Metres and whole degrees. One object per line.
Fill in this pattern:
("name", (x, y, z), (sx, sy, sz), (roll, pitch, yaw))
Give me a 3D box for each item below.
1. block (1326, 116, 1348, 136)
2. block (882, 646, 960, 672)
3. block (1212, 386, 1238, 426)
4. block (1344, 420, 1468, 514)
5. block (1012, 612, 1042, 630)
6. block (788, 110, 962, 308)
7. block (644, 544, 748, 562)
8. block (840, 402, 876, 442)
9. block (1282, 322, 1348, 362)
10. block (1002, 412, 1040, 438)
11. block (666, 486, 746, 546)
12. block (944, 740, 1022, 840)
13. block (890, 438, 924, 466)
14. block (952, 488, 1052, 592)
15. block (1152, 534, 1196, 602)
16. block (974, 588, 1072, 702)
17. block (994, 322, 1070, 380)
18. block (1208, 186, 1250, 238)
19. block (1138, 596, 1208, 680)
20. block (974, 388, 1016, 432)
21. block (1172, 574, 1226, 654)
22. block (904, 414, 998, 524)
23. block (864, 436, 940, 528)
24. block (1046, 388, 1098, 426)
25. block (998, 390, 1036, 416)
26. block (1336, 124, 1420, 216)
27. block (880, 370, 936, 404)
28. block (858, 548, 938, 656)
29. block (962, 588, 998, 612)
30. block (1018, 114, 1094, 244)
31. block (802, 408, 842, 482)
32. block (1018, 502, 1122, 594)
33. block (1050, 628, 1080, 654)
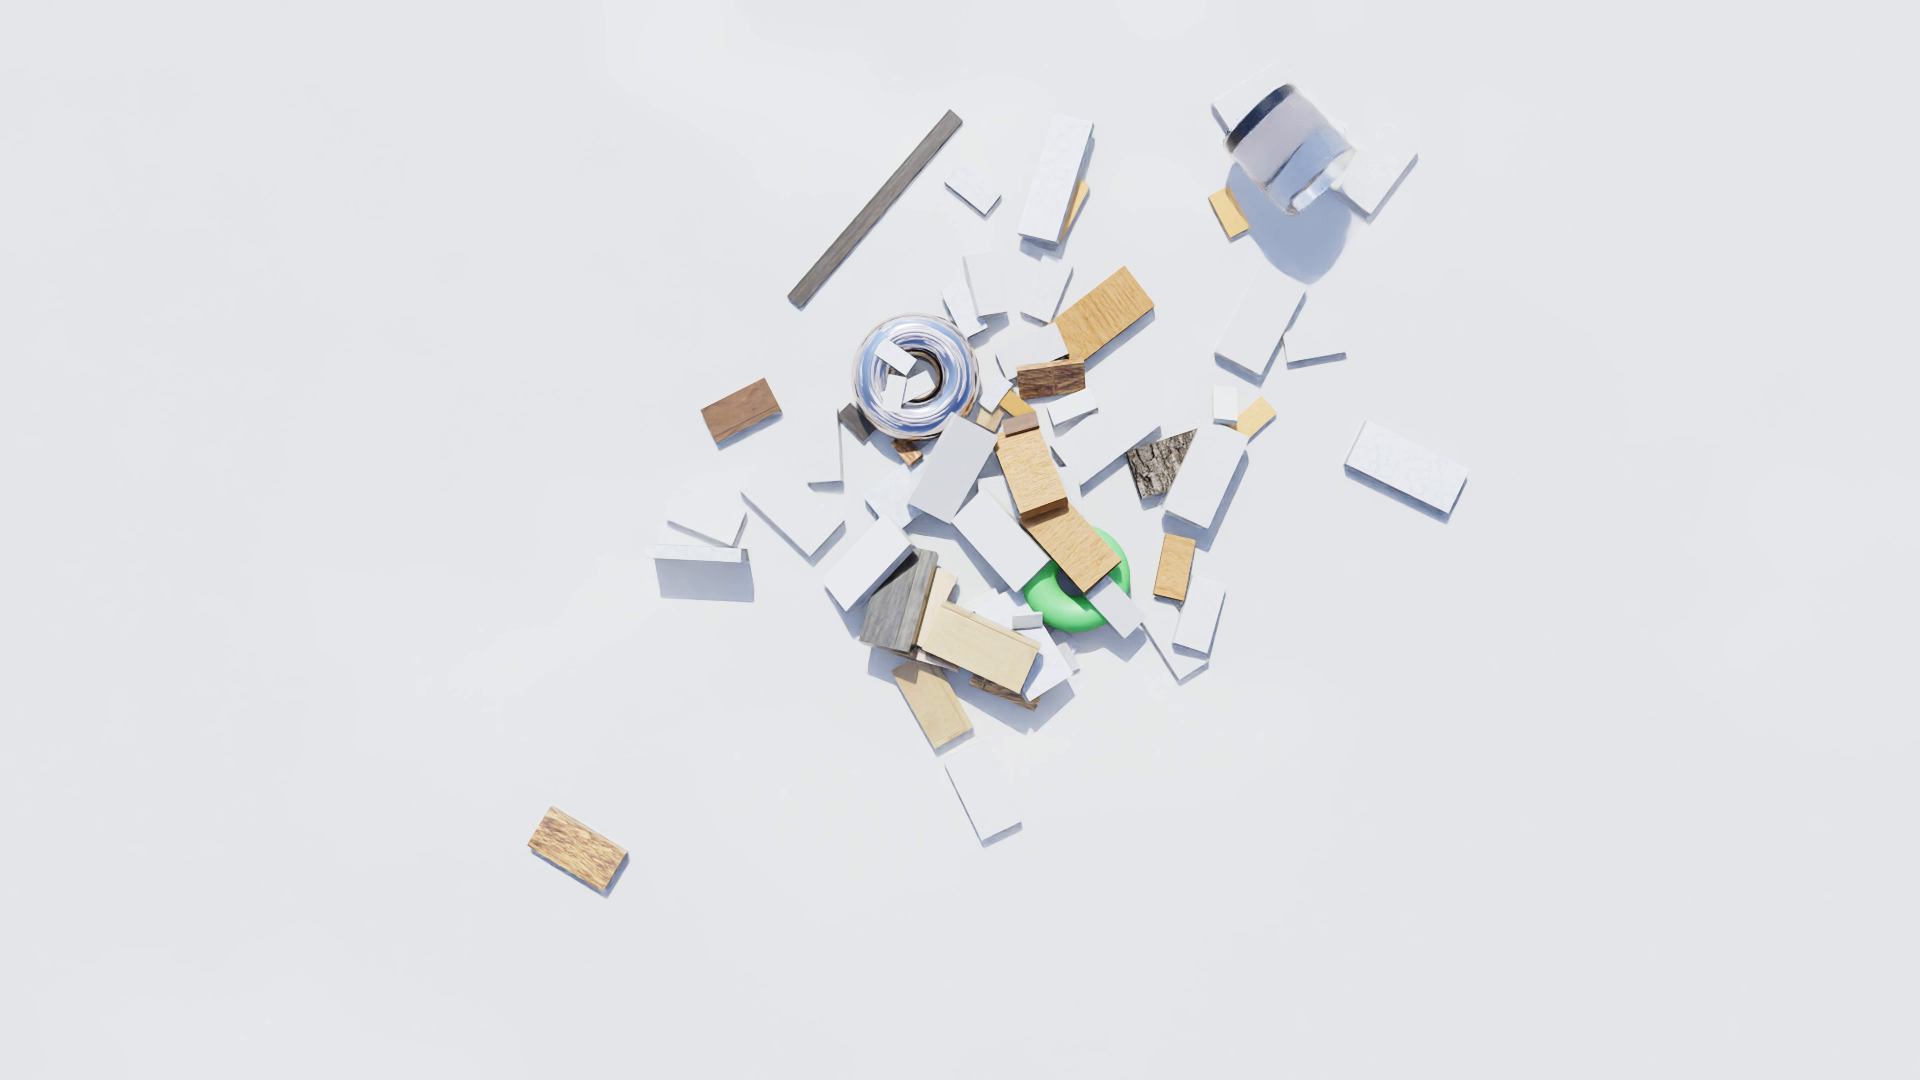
("block", (1.195, -1.296, 5.484), (0.111, 0.031, 0.222), (21, 90, 0))
("block", (-0.113, 0.338, 5.447), (0.262, 0.037, 0.131), (15, 77, 9))
("block", (0.874, -0.445, 5.441), (0.077, 0.022, 0.155), (6, 49, 0))
("block", (1.482, -0.242, 5.477), (0.375, 0.046, 0.161), (26, 90, 0))
("block", (0.220, 0.262, 5.391), (0.099, 0.014, 0.050), (-4, 121, -11))
("block", (-0.283, -1.104, 5.492), (0.059, 0.017, 0.826), (41, 90, 0))
("block", (-0.865, 0.043, 5.422), (0.311, 0.155, 0.044), (3, 90, 0))
("block", (-0.344, -0.392, 5.491), (0.063, 0.018, 0.125), (-44, 90, 0))
("block", (1.178, -0.658, 5.486), (0.202, 0.029, 0.101), (-10, 90, 0))
("block", (0.201, -0.382, 5.452), (0.117, 0.017, 0.059), (-16, 59, 3))
("block", (-0.845, -0.082, 5.483), (0.240, 0.034, 0.120), (22, 90, 0))
("block", (0.074, 0.830, 5.479), (0.147, 0.042, 0.294), (-26, 90, 0))
("block", (-0.175, -0.299, 5.462), (0.059, 0.017, 0.117), (-39, 58, 0))
("block", (0.136, 0.000, 5.397), (0.155, 0.044, 0.324), (-45, 77, 13))
("block", (0.710, 0.091, 5.467), (0.101, 0.029, 0.208), (13, 80, 0))
("block", (0.204, 0.339, 5.421), (0.173, 0.049, 0.346), (-31, 86, -15))
("block", (0.237, -0.625, 5.456), (0.222, 0.031, 0.111), (-23, 93, 13))
("block", (0.896, -1.091, 5.489), (0.077, 0.022, 0.155), (-27, 90, 0))
("block", (0.703, 0.316, 5.483), (0.117, 0.033, 0.275), (-33, 90, 0))
("block", (0.116, -0.447, 5.489), (0.078, 0.022, 0.156), (27, 90, 0))
("block", (0.791, 0.245, 5.460), (0.117, 0.033, 0.235), (18, 82, -7))
("block", (-0.027, -0.234, 5.410), (0.163, 0.046, 0.327), (27, 99, -20))
("block", (-0.142, -0.184, 5.477), (0.327, 0.046, 0.163), (-39, 90, 0))
("block", (0.373, -0.441, 5.465), (0.156, 0.022, 0.078), (-22, 71, 9))
("block", (0.193, -0.439, 5.472), (0.117, 0.017, 0.059), (37, 101, -15))
("block", (1.388, -1.229, 5.481), (0.136, 0.039, 0.273), (37, 90, 0))
("block", (-0.170, -0.484, 5.349), (0.169, 0.018, 0.063), (-26, 89, -2))
("block", (-0.200, 0.191, 5.412), (0.173, 0.049, 0.347), (11, 75, 14))
("block", (0.117, 0.306, 5.455), (0.131, 0.037, 0.262), (-26, 85, -14))
("block", (0.318, -1.193, 5.452), (0.136, 0.039, 0.417), (16, 87, 16))
("block", (-0.457, -0.314, 5.474), (0.120, 0.034, 0.240), (-3, 90, 9))
("block", (0.357, 0.002, 5.358), (0.161, 0.046, 0.321), (-41, 78, -2))
("block", (0.347, 0.337, 5.493), (0.099, 0.014, 0.050), (38, 90, 0))
